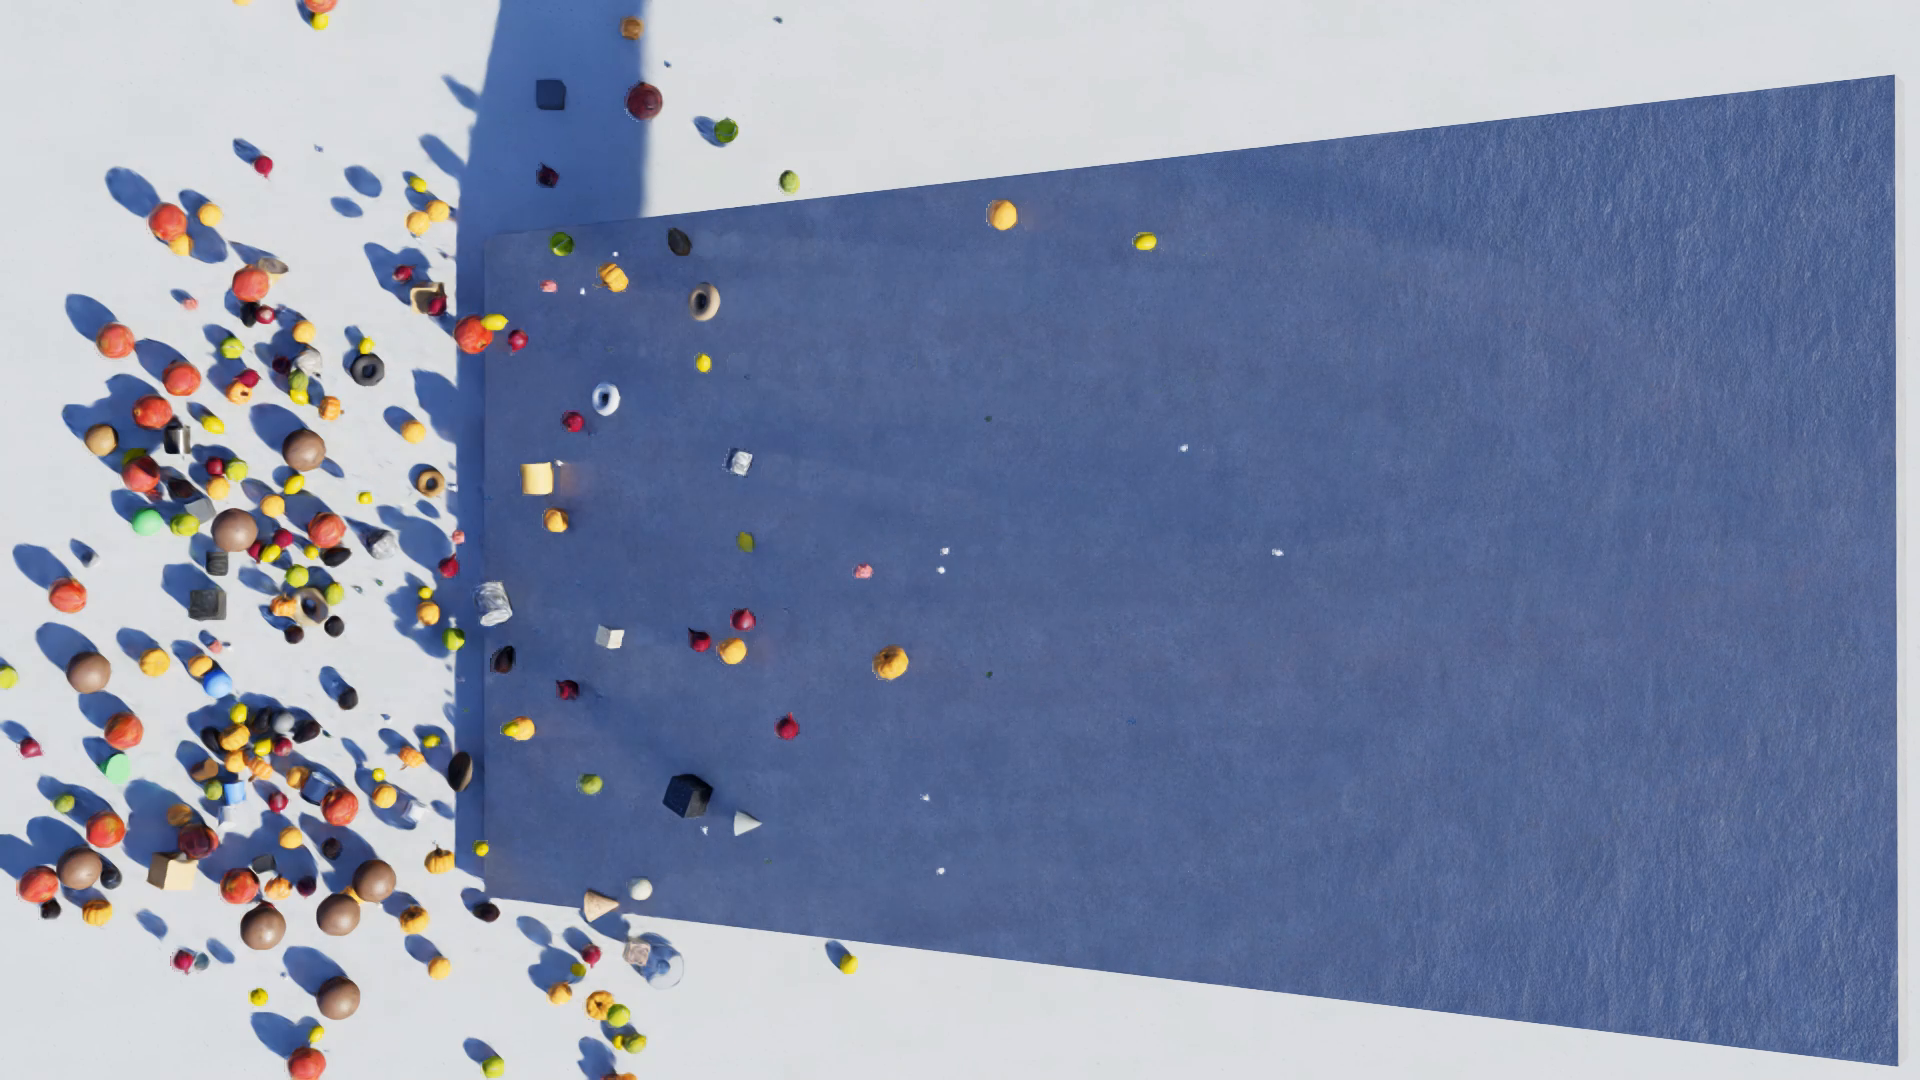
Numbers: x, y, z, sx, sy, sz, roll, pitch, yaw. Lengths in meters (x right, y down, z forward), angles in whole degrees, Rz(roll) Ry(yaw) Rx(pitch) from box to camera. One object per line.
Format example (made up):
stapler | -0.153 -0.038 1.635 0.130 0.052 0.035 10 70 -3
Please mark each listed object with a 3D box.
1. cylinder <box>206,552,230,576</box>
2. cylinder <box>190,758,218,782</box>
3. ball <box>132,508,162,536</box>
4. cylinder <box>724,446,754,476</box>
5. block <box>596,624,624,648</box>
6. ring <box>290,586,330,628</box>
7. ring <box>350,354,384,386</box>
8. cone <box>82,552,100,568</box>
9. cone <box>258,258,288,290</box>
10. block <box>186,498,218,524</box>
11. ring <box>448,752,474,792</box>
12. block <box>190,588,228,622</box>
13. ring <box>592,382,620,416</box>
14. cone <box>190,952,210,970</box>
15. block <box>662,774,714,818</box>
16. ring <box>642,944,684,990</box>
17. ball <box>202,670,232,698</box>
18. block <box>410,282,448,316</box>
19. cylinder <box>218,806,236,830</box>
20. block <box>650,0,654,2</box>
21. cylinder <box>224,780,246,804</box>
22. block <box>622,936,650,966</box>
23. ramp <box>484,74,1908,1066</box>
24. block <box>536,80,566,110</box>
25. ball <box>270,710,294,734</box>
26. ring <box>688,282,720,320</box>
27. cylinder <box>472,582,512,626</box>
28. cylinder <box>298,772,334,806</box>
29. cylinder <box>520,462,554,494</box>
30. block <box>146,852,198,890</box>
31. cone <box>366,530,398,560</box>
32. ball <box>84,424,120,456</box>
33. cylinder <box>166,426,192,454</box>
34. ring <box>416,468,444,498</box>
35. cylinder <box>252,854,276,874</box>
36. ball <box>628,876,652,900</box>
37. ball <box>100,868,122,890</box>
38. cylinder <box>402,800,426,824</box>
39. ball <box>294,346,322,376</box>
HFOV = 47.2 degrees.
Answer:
cylinder | -2.261 0.071 6.698 0.065 0.065 0.065 -1 80 0
cylinder | -2.298 0.700 6.691 0.057 0.057 0.057 -19 90 25
ball | -2.475 -0.055 6.692 0.089 0.089 0.089 0 90 0
cylinder | -0.608 -0.217 6.055 0.061 0.061 0.061 22 92 0
block | -1.009 0.276 6.332 0.052 0.052 0.052 21 101 32
ring | -1.984 0.203 6.714 0.126 0.042 0.126 0 90 -1
ring | -1.810 -0.520 6.723 0.104 0.035 0.104 0 86 -1
cone | -2.641 0.061 6.684 0.054 0.054 0.054 0 91 -25
cone | -2.101 -0.795 6.699 0.093 0.093 0.093 23 120 0
block | -2.313 -0.087 6.706 0.062 0.062 0.062 -23 90 0
ring | -1.513 0.703 6.660 0.040 0.120 0.120 13 89 -38
block | -2.285 0.198 6.686 0.085 0.085 0.085 -2 81 0
ring | -1.025 -0.409 6.361 0.097 0.032 0.097 -1 89 33
cone | -2.324 1.289 6.697 0.058 0.058 0.058 0 90 0
block | -0.760 0.715 6.142 0.086 0.086 0.086 29 105 31
ring | -0.904 1.300 6.693 0.137 0.046 0.137 -2 82 12
ball | -2.258 0.438 6.690 0.085 0.085 0.085 0 90 0
block | -1.610 -0.733 6.664 0.080 0.080 0.080 -4 109 6
cylinder | -2.229 0.845 6.690 0.052 0.052 0.052 -18 62 0
block | -0.938 -1.678 6.696 0.053 0.053 0.053 -35 94 -3
cylinder | -2.208 0.768 6.697 0.060 0.060 0.060 -8 95 0
block | -0.976 1.242 6.640 0.064 0.064 0.064 15 90 -16
ramp | 0.252 0.069 5.583 4.000 0.100 2.000 0 89 34
block | -1.248 -1.358 6.710 0.073 0.073 0.073 2 89 0
ball | -2.063 0.554 6.697 0.070 0.070 0.070 0 90 0
ring | -0.717 -0.668 6.156 0.107 0.036 0.107 0 89 35
cylinder | -1.393 0.189 6.545 0.096 0.096 0.096 -23 67 0
cylinder | -1.952 0.754 6.666 0.076 0.076 0.076 33 91 0
cylinder | -1.244 -0.181 6.463 0.087 0.087 0.087 -4 95 0
block | -2.386 1.003 6.661 0.095 0.095 0.095 12 89 39
cone | -1.771 0.014 6.688 0.097 0.097 0.097 0 90 0
ball | -2.610 -0.305 6.689 0.100 0.100 0.100 0 90 0
cylinder | -2.379 -0.304 6.692 0.075 0.075 0.075 5 104 0
ring | -1.619 -0.174 6.723 0.089 0.030 0.089 0 88 1
cylinder | -2.121 0.988 6.701 0.052 0.052 0.052 -19 90 1
ball | -0.910 0.991 6.251 0.067 0.067 0.067 0 90 0
ball | -2.584 1.031 6.695 0.066 0.066 0.066 0 90 0
cylinder | -1.661 0.827 6.693 0.053 0.053 0.053 27 95 0
ball | -1.986 -0.545 6.698 0.086 0.086 0.086 0 90 0
